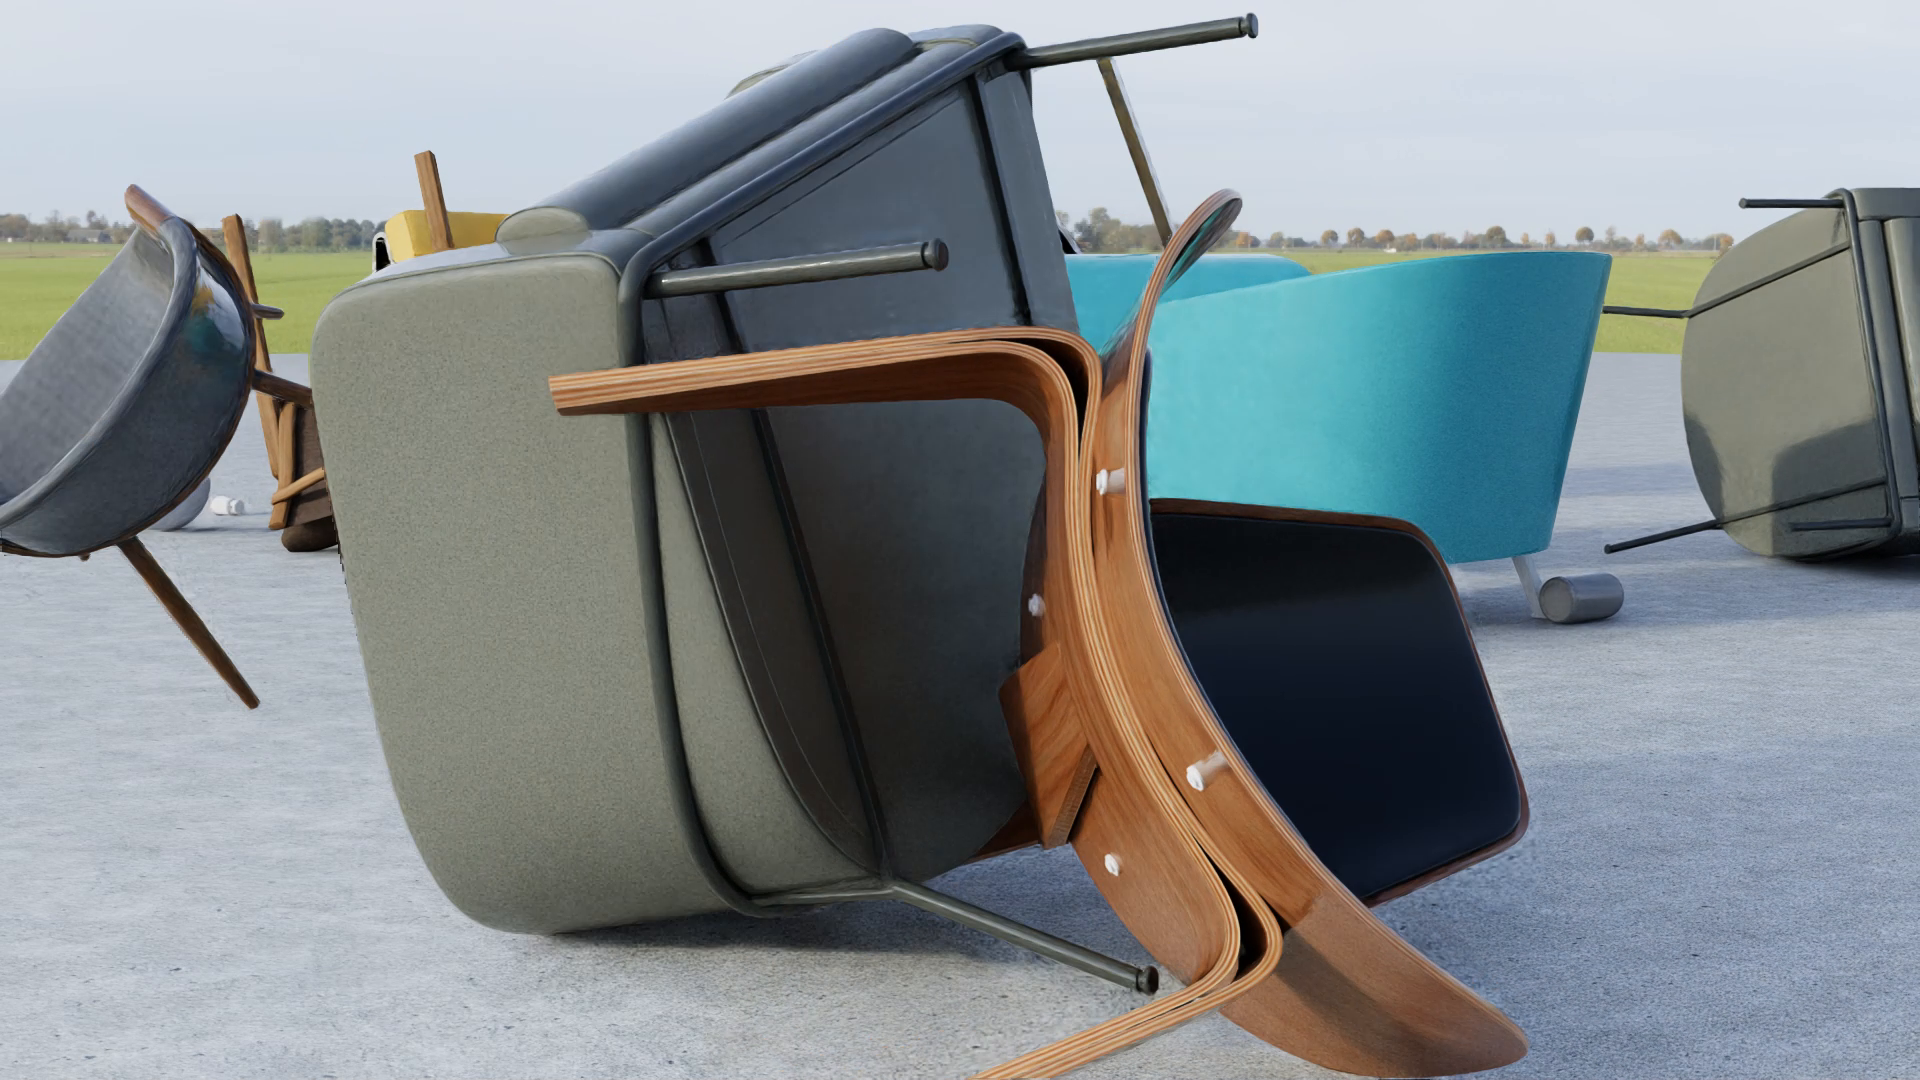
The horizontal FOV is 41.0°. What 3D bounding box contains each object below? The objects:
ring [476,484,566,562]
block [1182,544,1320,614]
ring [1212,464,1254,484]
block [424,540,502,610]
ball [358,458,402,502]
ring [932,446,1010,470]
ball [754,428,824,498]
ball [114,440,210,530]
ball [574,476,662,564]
[{"bbox_3d":[-1.031,-0.041,6.036,0.205,0.159,0.389,-8,3,-2],"label":"ring"},{"bbox_3d":[0.582,0.076,5.139,0.205,0.110,0.177,6,8,45],"label":"block"},{"bbox_3d":[0.871,-0.211,8.196,0.137,0.055,0.124,1,4,20],"label":"ring"},{"bbox_3d":[-0.994,0.068,5.135,0.124,0.126,0.091,2,6,19],"label":"block"},{"bbox_3d":[-1.696,-0.177,7.506,0.128,0.128,0.128,0,6,0],"label":"ball"},{"bbox_3d":[0.038,-0.284,8.824,0.271,0.072,0.217,0,5,-7],"label":"ring"},{"bbox_3d":[-0.505,-0.226,7.587,0.209,0.209,0.209,0,6,0],"label":"ball"},{"bbox_3d":[-2.062,-0.141,6.632,0.236,0.236,0.236,0,6,0],"label":"ball"},{"bbox_3d":[-0.780,-0.044,5.853,0.202,0.202,0.202,0,6,0],"label":"ball"}]
